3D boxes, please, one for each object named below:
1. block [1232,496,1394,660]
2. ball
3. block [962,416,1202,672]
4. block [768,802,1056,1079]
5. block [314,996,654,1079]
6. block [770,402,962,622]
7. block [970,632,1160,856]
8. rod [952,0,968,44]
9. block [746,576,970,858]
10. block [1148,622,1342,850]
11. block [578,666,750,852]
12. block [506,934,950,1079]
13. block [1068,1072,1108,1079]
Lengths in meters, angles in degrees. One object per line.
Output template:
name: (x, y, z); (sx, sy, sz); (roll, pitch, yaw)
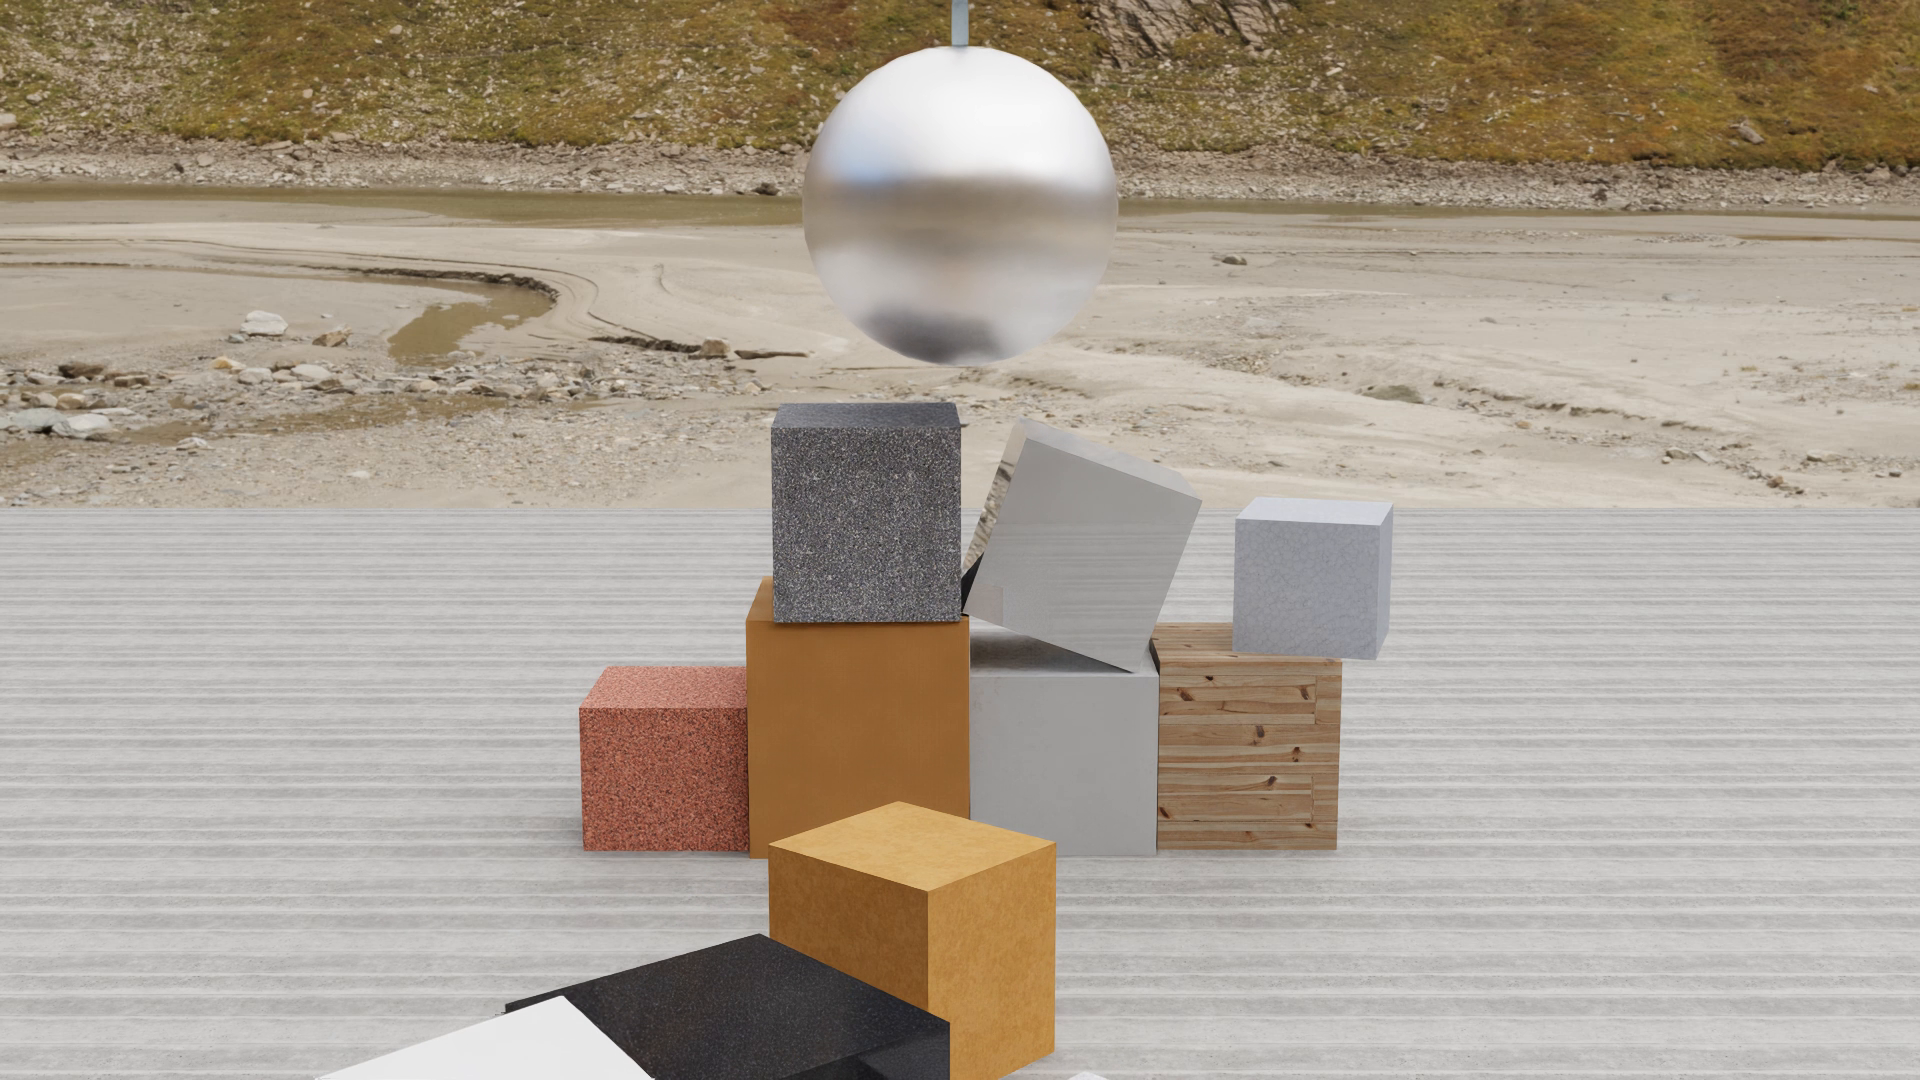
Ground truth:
block: (1.812, 0.183, 11.250); (0.714, 0.679, 0.711); (3, 11, 16)
ball: (0.000, -1.676, 11.087); (1.600, 1.600, 1.600); (0, 10, 0)
block: (0.585, 0.001, 11.172); (0.914, 0.917, 0.909); (19, 9, -5)
block: (-0.183, 1.580, 8.498); (0.821, 0.851, 0.738); (9, 14, 40)
block: (-1.156, 1.926, 5.685); (0.935, 0.938, 0.806); (31, 28, 36)
block: (-0.463, -0.160, 11.049); (0.906, 0.948, 0.999); (0, 10, -2)
block: (0.513, 1.029, 11.352); (0.924, 0.914, 1.010); (0, 10, 0)
rod: (0.000, -4.998, 10.363); (0.080, 5.200, 0.080); (0, 12, 0)
block: (-0.502, 0.885, 11.325); (1.086, 1.206, 1.104); (0, 10, 0)
block: (1.441, 0.997, 11.379); (0.899, 0.968, 0.895); (0, 10, 0)
block: (-1.470, 1.115, 11.369); (0.829, 0.738, 0.876); (0, 10, 0)
block: (-0.704, 1.874, 6.680); (0.939, 0.923, 0.980); (-9, 13, -39)
block: (0.407, 2.047, 6.650); (0.547, 0.592, 0.559); (10, 14, 42)
